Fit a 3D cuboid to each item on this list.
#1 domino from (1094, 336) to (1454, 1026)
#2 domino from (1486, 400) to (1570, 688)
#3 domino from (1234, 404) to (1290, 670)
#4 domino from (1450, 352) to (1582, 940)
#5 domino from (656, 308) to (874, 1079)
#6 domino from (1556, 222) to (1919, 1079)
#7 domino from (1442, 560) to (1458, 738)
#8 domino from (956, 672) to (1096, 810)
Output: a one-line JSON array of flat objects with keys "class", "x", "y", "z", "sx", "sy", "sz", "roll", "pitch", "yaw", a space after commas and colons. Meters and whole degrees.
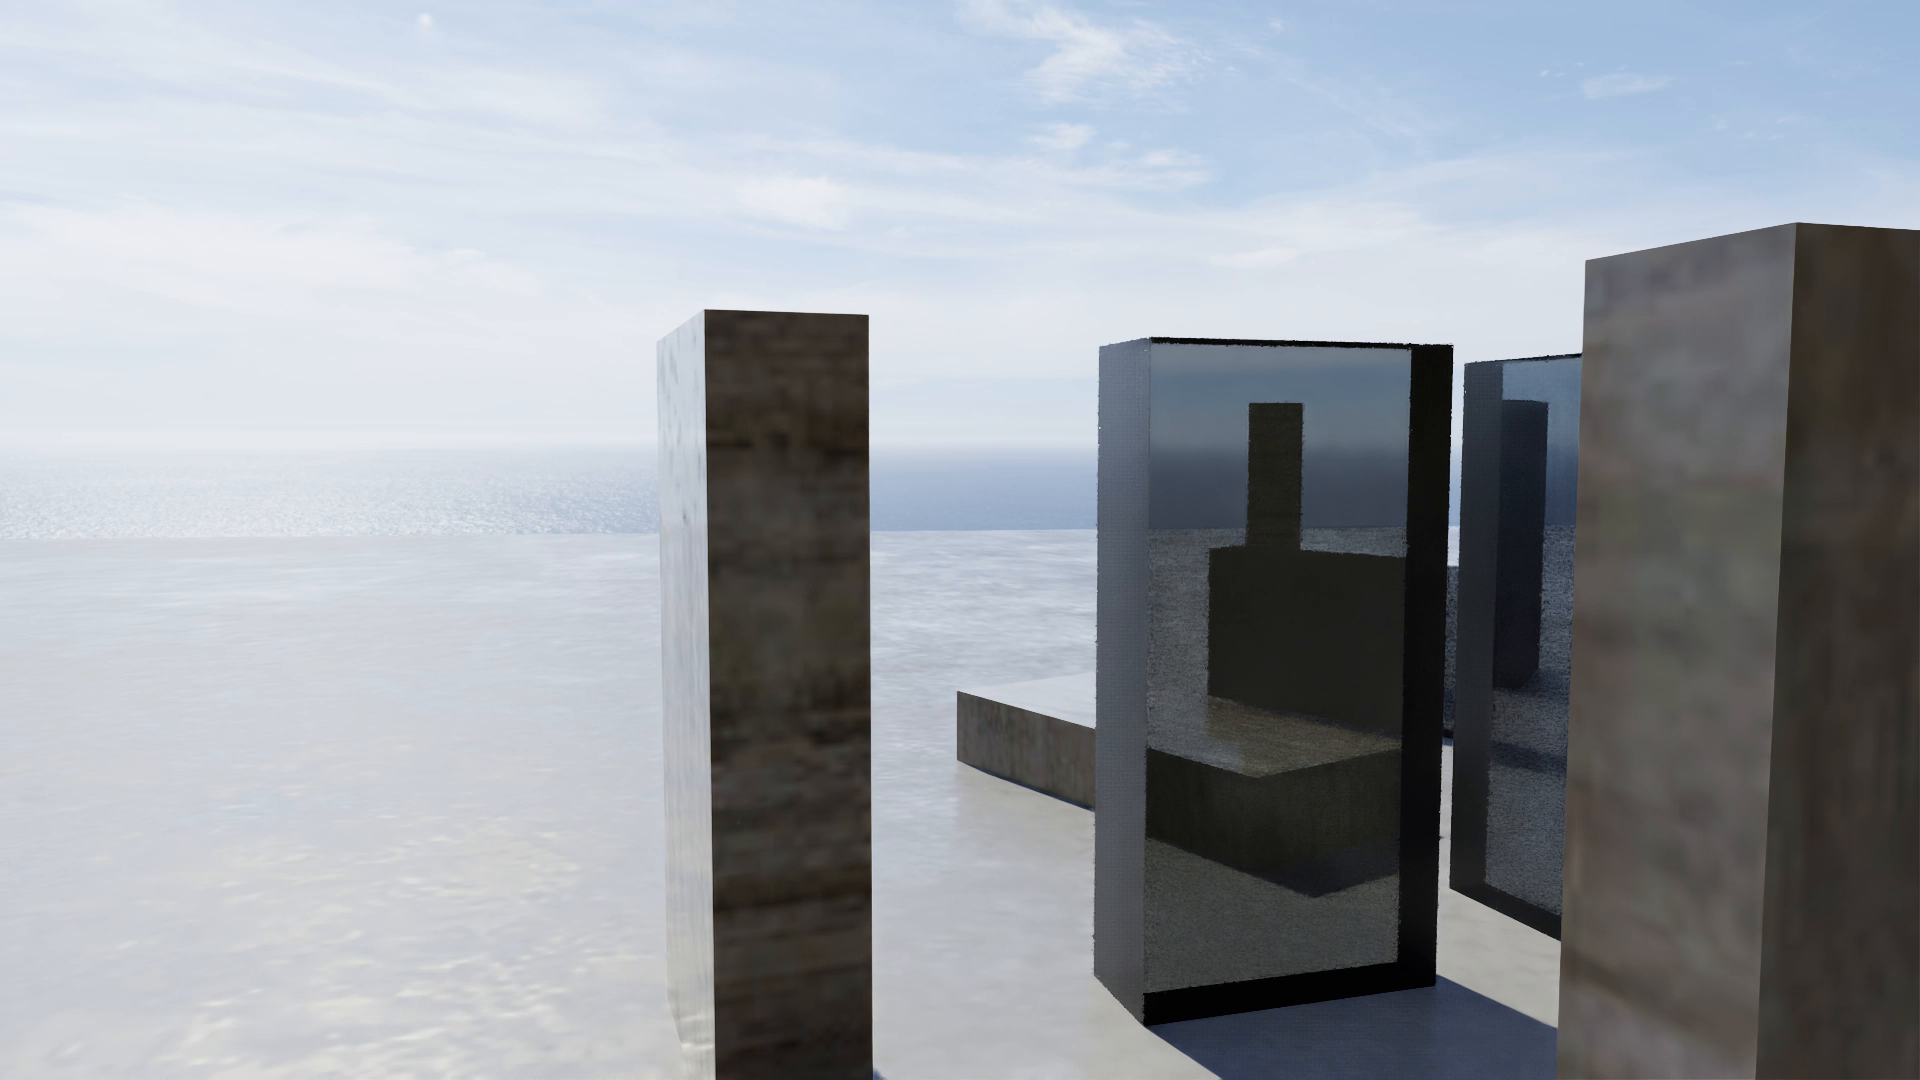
[{"class": "domino", "x": 0.024, "y": 0.010, "z": 0.100, "sx": 0.025, "sy": 0.050, "sz": 0.009, "roll": -1, "pitch": 4, "yaw": -16}, {"class": "domino", "x": 0.105, "y": 0.000, "z": 0.236, "sx": 0.009, "sy": 0.050, "sz": 0.025, "roll": 3, "pitch": 5, "yaw": 31}, {"class": "domino", "x": 0.059, "y": -0.001, "z": 0.253, "sx": 0.010, "sy": 0.050, "sz": 0.025, "roll": 1, "pitch": 4, "yaw": 12}, {"class": "domino", "x": 0.055, "y": 0.009, "z": 0.111, "sx": 0.009, "sy": 0.050, "sz": 0.025, "roll": -1, "pitch": 5, "yaw": -19}, {"class": "domino", "x": -0.014, "y": 0.011, "z": 0.087, "sx": 0.009, "sy": 0.050, "sz": 0.025, "roll": -1, "pitch": 5, "yaw": -19}, {"class": "domino", "x": 0.039, "y": 0.014, "z": 0.053, "sx": 0.025, "sy": 0.050, "sz": 0.010, "roll": -1, "pitch": 4, "yaw": -17}, {"class": "domino", "x": 0.060, "y": 0.015, "z": 0.205, "sx": 0.009, "sy": 0.025, "sz": 0.050, "roll": -4, "pitch": 6, "yaw": -40}, {"class": "domino", "x": 0.024, "y": 0.026, "z": 0.159, "sx": 0.025, "sy": 0.010, "sz": 0.050, "roll": -3, "pitch": 5, "yaw": -35}]
